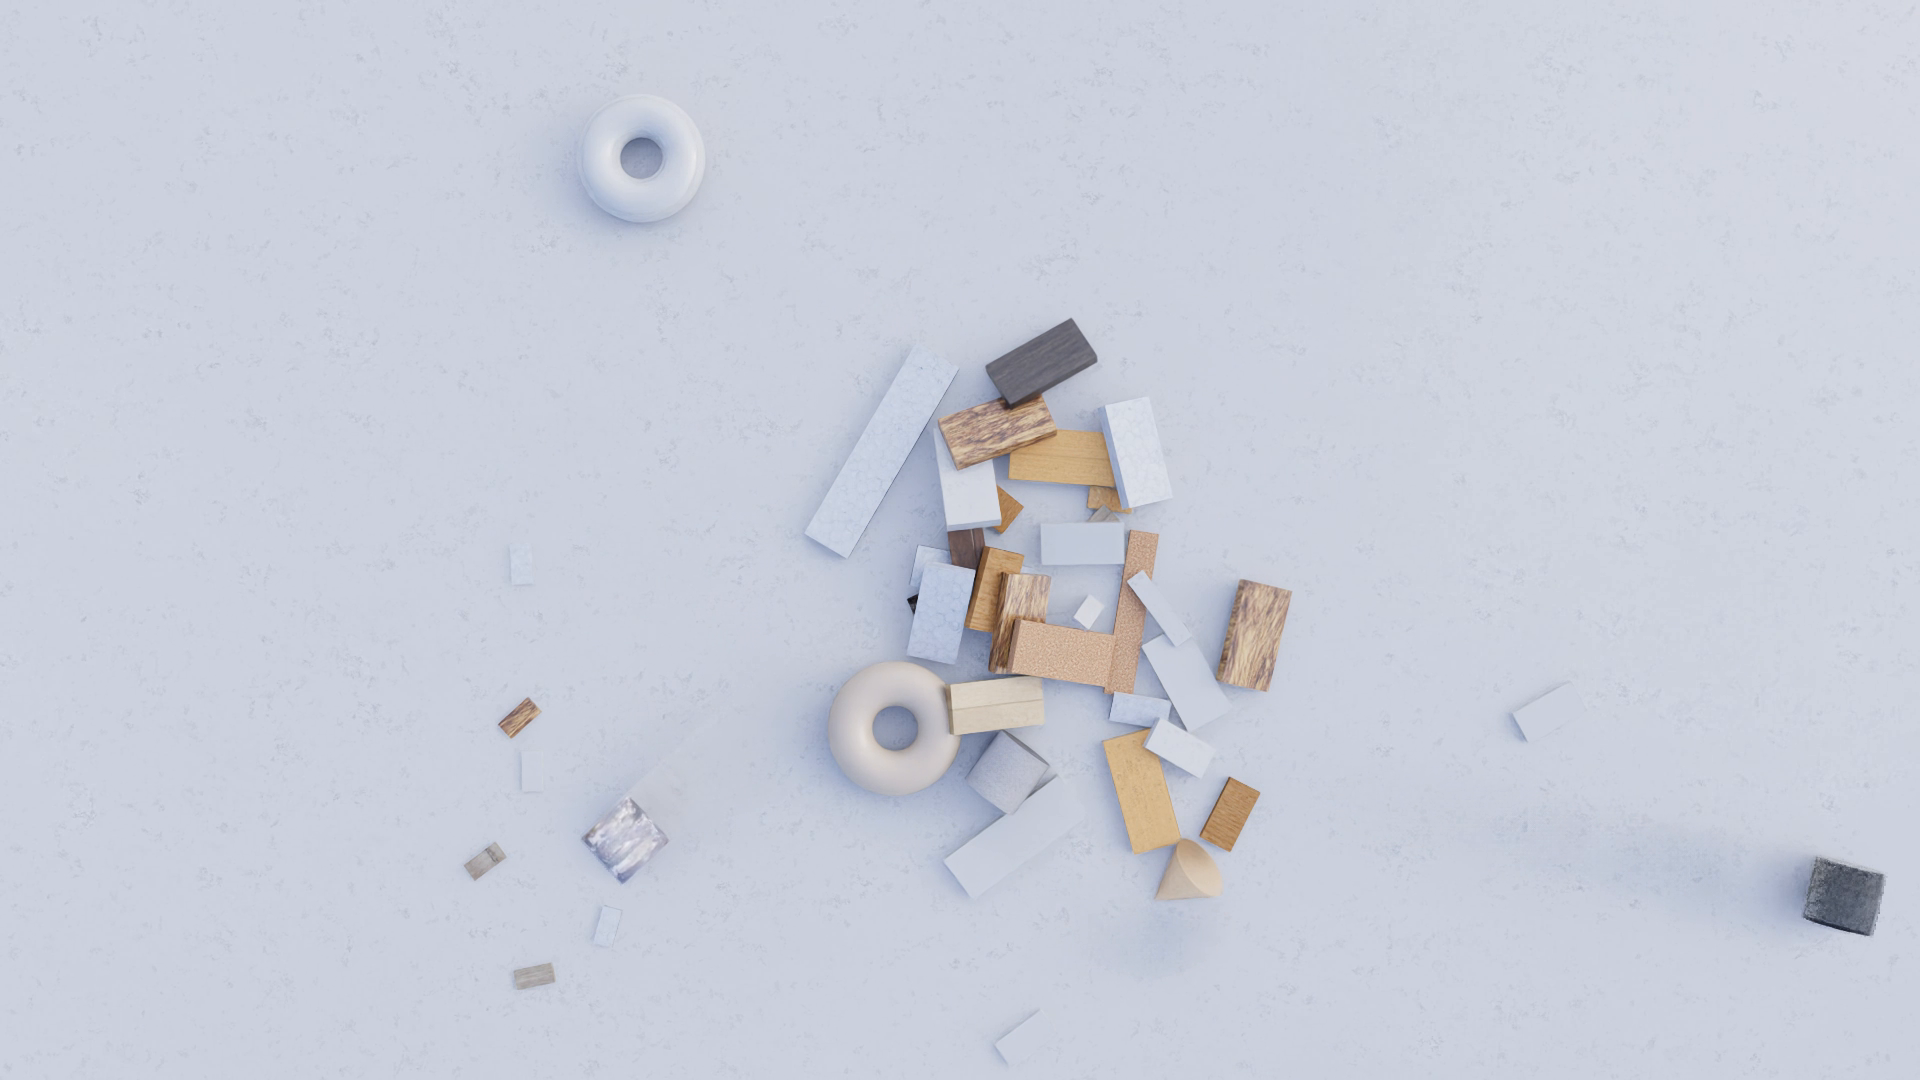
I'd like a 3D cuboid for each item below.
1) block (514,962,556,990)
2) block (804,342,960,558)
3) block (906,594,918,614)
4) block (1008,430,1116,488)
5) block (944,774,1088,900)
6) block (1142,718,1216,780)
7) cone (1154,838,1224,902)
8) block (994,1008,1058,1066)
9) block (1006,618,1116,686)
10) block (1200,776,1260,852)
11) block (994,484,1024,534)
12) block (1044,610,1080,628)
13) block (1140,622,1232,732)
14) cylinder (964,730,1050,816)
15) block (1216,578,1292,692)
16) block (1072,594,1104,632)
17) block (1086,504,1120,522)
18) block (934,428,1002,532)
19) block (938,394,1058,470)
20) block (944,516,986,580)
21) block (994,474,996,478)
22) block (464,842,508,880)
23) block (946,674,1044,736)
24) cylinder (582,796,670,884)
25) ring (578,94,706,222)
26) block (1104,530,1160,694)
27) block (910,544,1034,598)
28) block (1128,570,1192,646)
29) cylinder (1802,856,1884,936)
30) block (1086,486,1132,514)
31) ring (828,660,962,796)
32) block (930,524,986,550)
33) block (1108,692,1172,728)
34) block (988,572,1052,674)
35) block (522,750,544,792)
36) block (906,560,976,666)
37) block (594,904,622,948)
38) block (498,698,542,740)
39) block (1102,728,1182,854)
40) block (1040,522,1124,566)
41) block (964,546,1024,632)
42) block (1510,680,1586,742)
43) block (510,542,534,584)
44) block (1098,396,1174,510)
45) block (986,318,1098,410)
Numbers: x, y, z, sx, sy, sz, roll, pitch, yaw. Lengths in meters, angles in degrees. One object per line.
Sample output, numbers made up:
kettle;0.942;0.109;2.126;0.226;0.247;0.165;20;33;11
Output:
block;-1.415;1.453;5.491;0.128;0.018;0.064;-12;90;0
block;-0.258;-0.296;5.477;0.166;0.047;0.733;30;90;0
block;-0.120;0.243;5.491;0.067;0.019;0.133;-24;90;0
block;0.343;-0.277;5.475;0.352;0.050;0.176;4;90;0
block;0.184;0.985;5.477;0.473;0.046;0.163;-36;90;0
block;0.725;0.688;5.455;0.222;0.031;0.111;30;81;-11
cone;0.716;1.139;5.451;0.217;0.217;0.217;47;117;0
block;0.219;1.655;5.486;0.191;0.027;0.095;-37;90;0
block;0.333;0.371;5.417;0.345;0.049;0.172;10;90;-20
block;0.897;0.912;5.484;0.111;0.031;0.222;27;90;0
block;0.087;-0.138;5.484;0.232;0.033;0.116;39;90;0
block;0.333;0.276;5.491;0.130;0.018;0.065;-9;90;0
block;0.750;0.455;5.477;0.163;0.046;0.327;-29;90;0
cylinder;0.155;0.760;5.400;0.201;0.201;0.201;37;90;0
block;0.972;0.316;5.453;0.172;0.049;0.345;14;90;-16
block;0.423;0.241;5.449;0.065;0.018;0.130;40;47;0
block;0.451;-0.042;5.477;0.149;0.021;0.074;-44;91;9
block;0.022;-0.209;5.405;0.176;0.050;0.352;-7;68;-4
block;0.123;-0.369;5.419;0.352;0.050;0.176;-20;69;-9
block;0.023;0.019;5.410;0.116;0.033;0.232;-9;95;-5
block;0.048;-0.181;5.457;0.140;0.020;0.070;-2;90;0
block;-1.581;1.070;5.491;0.128;0.018;0.064;-36;90;0
block;0.116;0.539;5.415;0.327;0.046;0.163;-4;90;-23
cylinder;-1.093;0.980;5.398;0.202;0.202;0.202;-42;90;0
ring;-1.049;-1.257;5.431;0.421;0.140;0.421;0;90;-1
block;0.569;0.245;5.486;0.095;0.027;0.551;9;90;0
block;0.038;0.120;5.455;0.391;0.039;0.136;12;93;-7
block;0.659;0.226;5.452;0.065;0.018;0.270;-36;85;-1
cylinder;2.890;1.162;5.398;0.205;0.205;0.205;13;90;0
block;0.501;-0.134;5.489;0.148;0.021;0.074;9;90;0
ring;-0.214;0.620;5.428;0.446;0.149;0.446;0;90;-1
block;-0.025;0.011;5.484;0.116;0.033;0.232;37;90;0
block;0.596;0.566;5.471;0.191;0.027;0.095;9;109;0
block;0.196;0.275;5.420;0.165;0.047;0.330;4;98;-30
block;-1.423;0.768;5.491;0.067;0.019;0.133;-1;90;0
block;-0.063;0.239;5.416;0.165;0.047;0.330;12;112;0
block;-1.172;1.287;5.491;0.064;0.018;0.128;15;90;0
block;-1.465;0.592;5.491;0.133;0.019;0.067;-42;90;0
block;0.604;0.833;5.477;0.165;0.047;0.387;-16;90;0
block;0.406;0.011;5.458;0.272;0.039;0.136;-1;97;6
block;0.112;0.166;5.401;0.136;0.039;0.272;13;93;-30
block;1.957;0.571;5.484;0.222;0.031;0.111;-29;90;0
block;-1.458;0.078;5.490;0.070;0.020;0.140;-3;90;0
block;0.579;-0.287;5.441;0.172;0.049;0.345;-14;90;-25
block;0.268;-0.581;5.436;0.331;0.047;0.166;-29;70;-5
